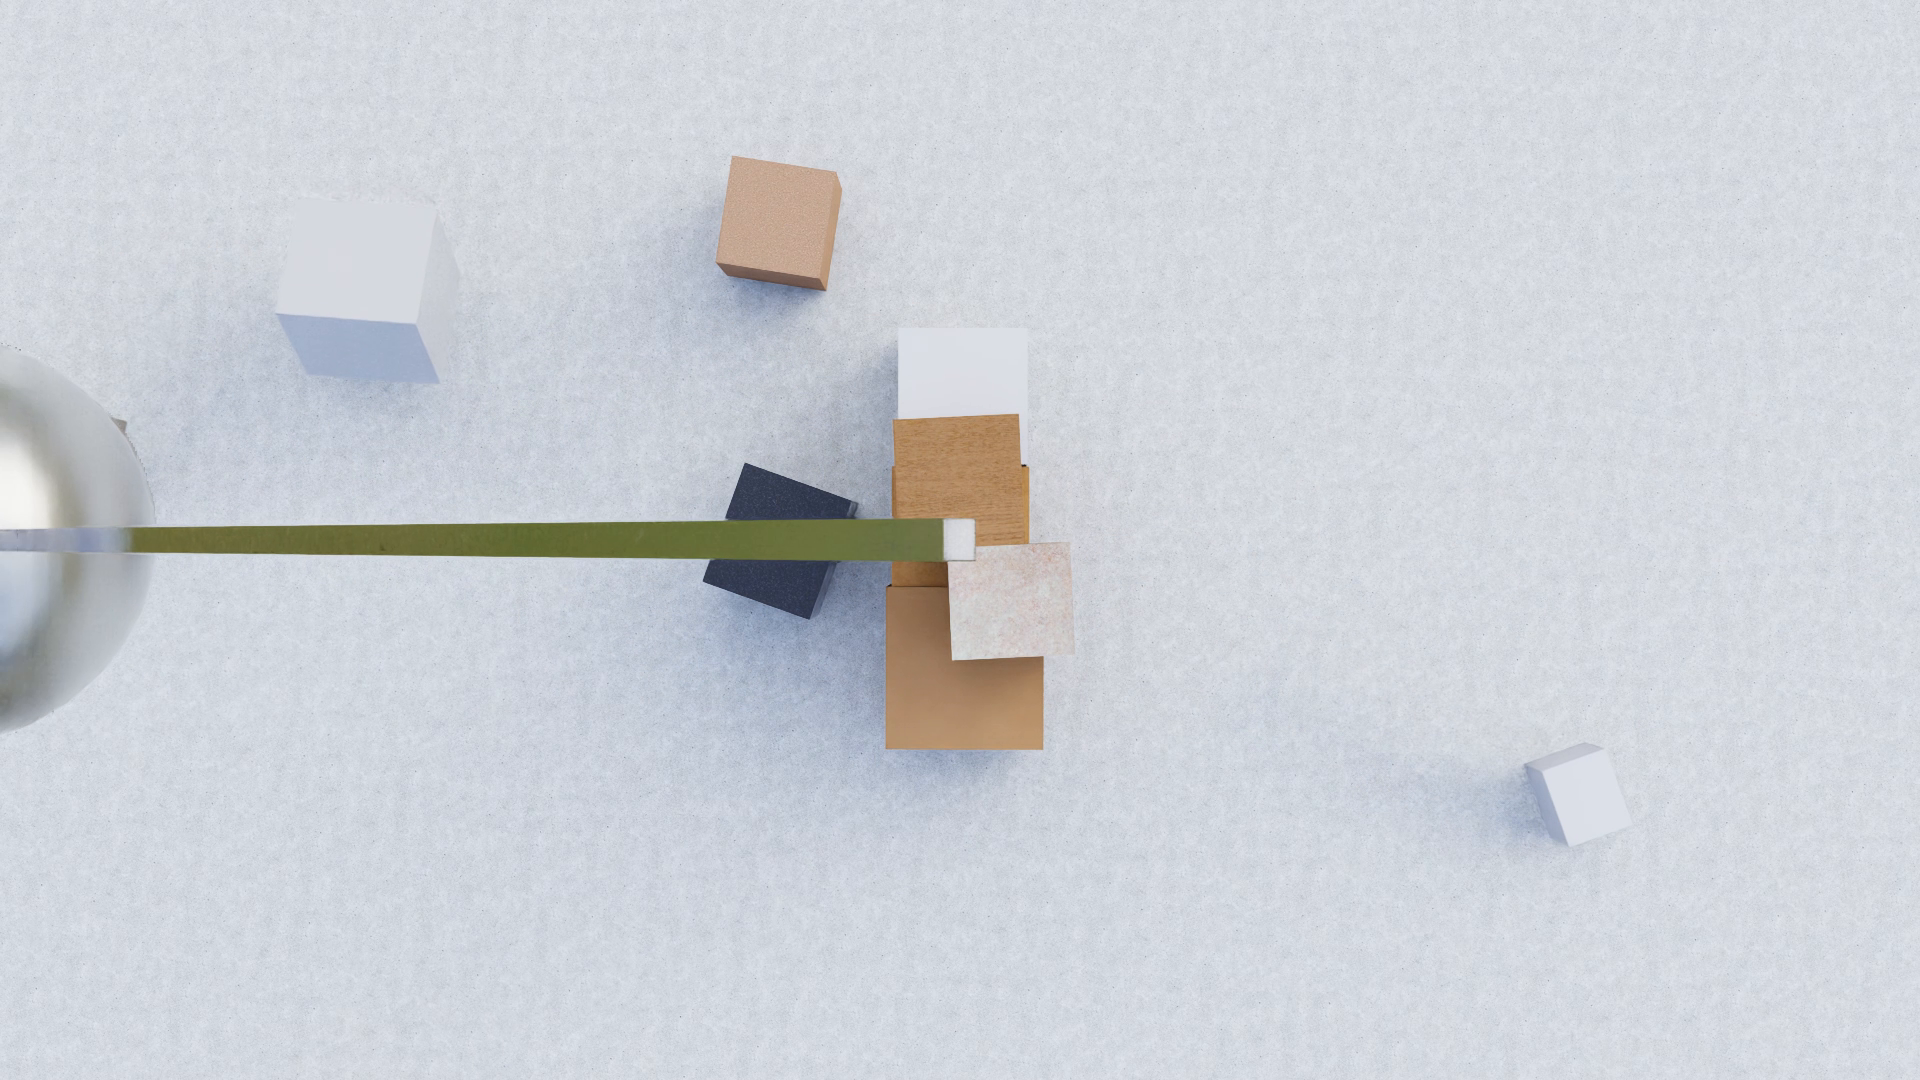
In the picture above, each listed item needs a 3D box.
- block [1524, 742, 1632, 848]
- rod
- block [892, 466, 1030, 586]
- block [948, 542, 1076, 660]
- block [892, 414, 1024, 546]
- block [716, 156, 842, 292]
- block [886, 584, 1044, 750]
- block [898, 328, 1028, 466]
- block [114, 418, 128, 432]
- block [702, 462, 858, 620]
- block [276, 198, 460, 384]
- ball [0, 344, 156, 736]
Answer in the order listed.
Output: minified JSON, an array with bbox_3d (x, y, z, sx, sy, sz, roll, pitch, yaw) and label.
[{"bbox_3d":[3.592,1.477,12.795,0.385,0.410,0.463,-20,90,0],"label":"block"},{"bbox_3d":[-1.723,0.000,6.004,0.080,5.200,0.080,0,90,-42],"label":"rod"},{"bbox_3d":[0.003,-0.075,12.650,0.769,0.701,0.672,0,90,0],"label":"block"},{"bbox_3d":[0.270,0.322,11.933,0.650,0.668,0.593,-3,90,0],"label":"block"},{"bbox_3d":[-0.006,-0.323,11.907,0.666,0.640,0.690,-3,93,0],"label":"block"},{"bbox_3d":[-1.036,-1.816,12.680,0.593,0.640,0.607,9,90,0],"label":"block"},{"bbox_3d":[0.026,0.715,12.634,0.882,0.732,0.907,0,90,0],"label":"block"},{"bbox_3d":[0.017,-0.800,12.611,0.719,0.778,0.759,0,90,0],"label":"block"},{"bbox_3d":[-5.291,-0.480,12.691,0.614,0.617,0.606,14,90,0],"label":"block"},{"bbox_3d":[-1.016,0.006,12.606,0.633,0.788,0.704,20,90,0],"label":"block"},{"bbox_3d":[-3.351,-1.407,12.521,0.773,0.733,0.731,4,67,0],"label":"block"},{"bbox_3d":[-3.976,0.000,8.550,1.600,1.600,1.600,0,90,0],"label":"ball"}]
